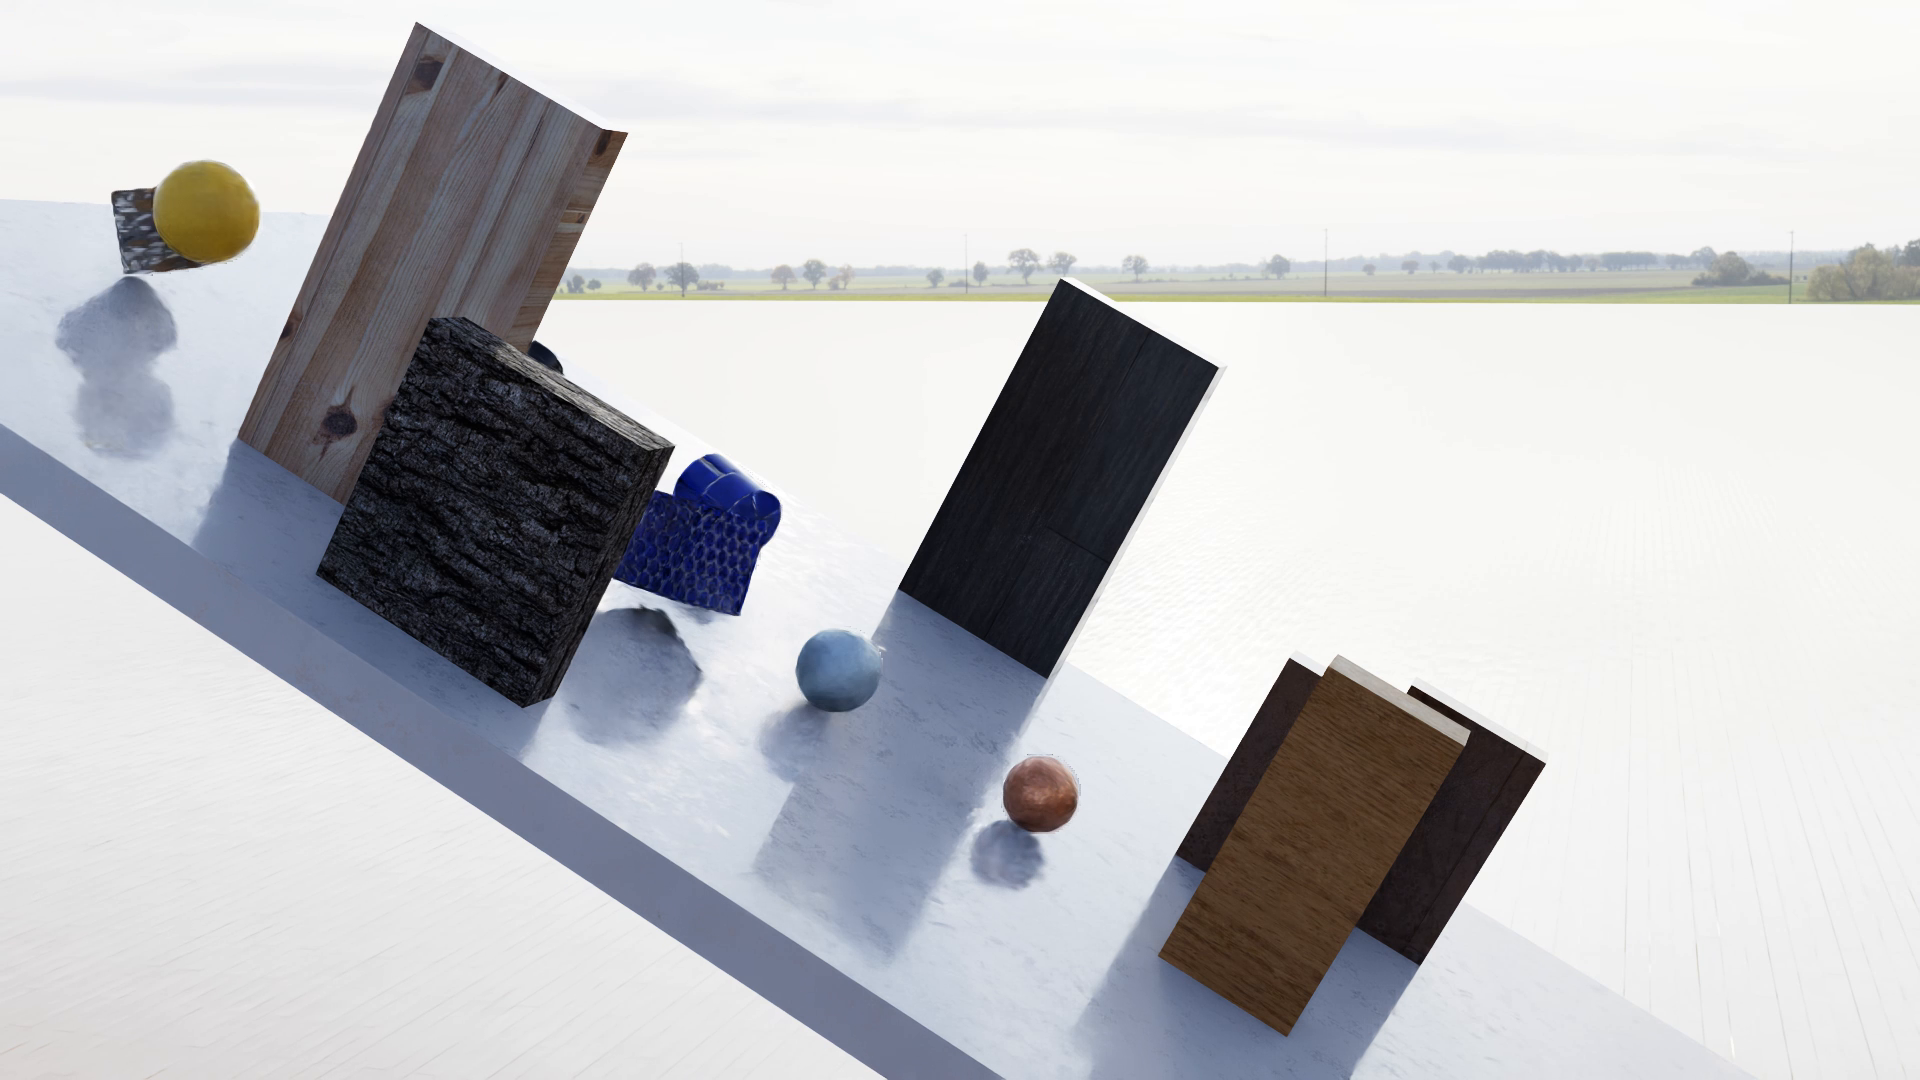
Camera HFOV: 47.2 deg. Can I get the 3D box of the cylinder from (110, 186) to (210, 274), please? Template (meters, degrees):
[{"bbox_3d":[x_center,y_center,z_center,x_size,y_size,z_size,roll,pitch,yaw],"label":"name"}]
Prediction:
[{"bbox_3d":[-1.570,-0.611,4.318,0.162,0.162,0.162,-5,11,1],"label":"cylinder"}]

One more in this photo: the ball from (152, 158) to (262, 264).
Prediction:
[{"bbox_3d":[-1.434,-0.627,4.192,0.199,0.199,0.199,0,7,0],"label":"ball"}]

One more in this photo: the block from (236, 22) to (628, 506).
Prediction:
[{"bbox_3d":[-0.907,-0.429,3.751,0.383,0.795,0.097,31,14,12],"label":"block"}]

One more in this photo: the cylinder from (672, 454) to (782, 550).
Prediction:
[{"bbox_3d":[-0.485,-0.070,4.573,0.163,0.163,0.163,-7,35,-45],"label":"cylinder"}]

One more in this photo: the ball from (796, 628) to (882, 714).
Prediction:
[{"bbox_3d":[-0.221,0.237,4.000,0.155,0.155,0.155,0,7,0],"label":"ball"}]

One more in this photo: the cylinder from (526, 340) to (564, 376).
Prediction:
[{"bbox_3d":[-0.908,-0.313,4.489,0.147,0.147,0.147,3,44,26],"label":"cylinder"}]

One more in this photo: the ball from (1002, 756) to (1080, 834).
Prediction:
[{"bbox_3d":[0.145,0.456,3.946,0.138,0.138,0.138,0,7,0],"label":"ball"}]

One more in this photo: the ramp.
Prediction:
[{"bbox_3d":[-0.212,0.351,4.142,4.000,0.100,2.000,31,14,12],"label":"ramp"}]

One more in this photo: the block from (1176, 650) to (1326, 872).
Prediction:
[{"bbox_3d":[0.671,0.492,4.169,0.344,0.447,0.088,31,14,12],"label":"block"}]

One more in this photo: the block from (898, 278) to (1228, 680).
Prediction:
[{"bbox_3d":[0.220,-0.135,4.839,0.396,0.785,0.107,31,14,12],"label":"block"}]

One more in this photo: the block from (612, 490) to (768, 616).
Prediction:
[{"bbox_3d":[-0.496,0.019,4.012,0.178,0.178,0.178,17,-1,36],"label":"block"}]

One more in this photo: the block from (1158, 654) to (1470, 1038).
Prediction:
[{"bbox_3d":[0.590,0.510,3.678,0.251,0.582,0.122,31,14,12],"label":"block"}]

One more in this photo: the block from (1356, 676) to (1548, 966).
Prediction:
[{"bbox_3d":[0.901,0.552,4.326,0.293,0.477,0.094,31,14,12],"label":"block"}]

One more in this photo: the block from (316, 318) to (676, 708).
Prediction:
[{"bbox_3d":[-0.727,-0.046,3.427,0.409,0.459,0.104,31,14,12],"label":"block"}]
